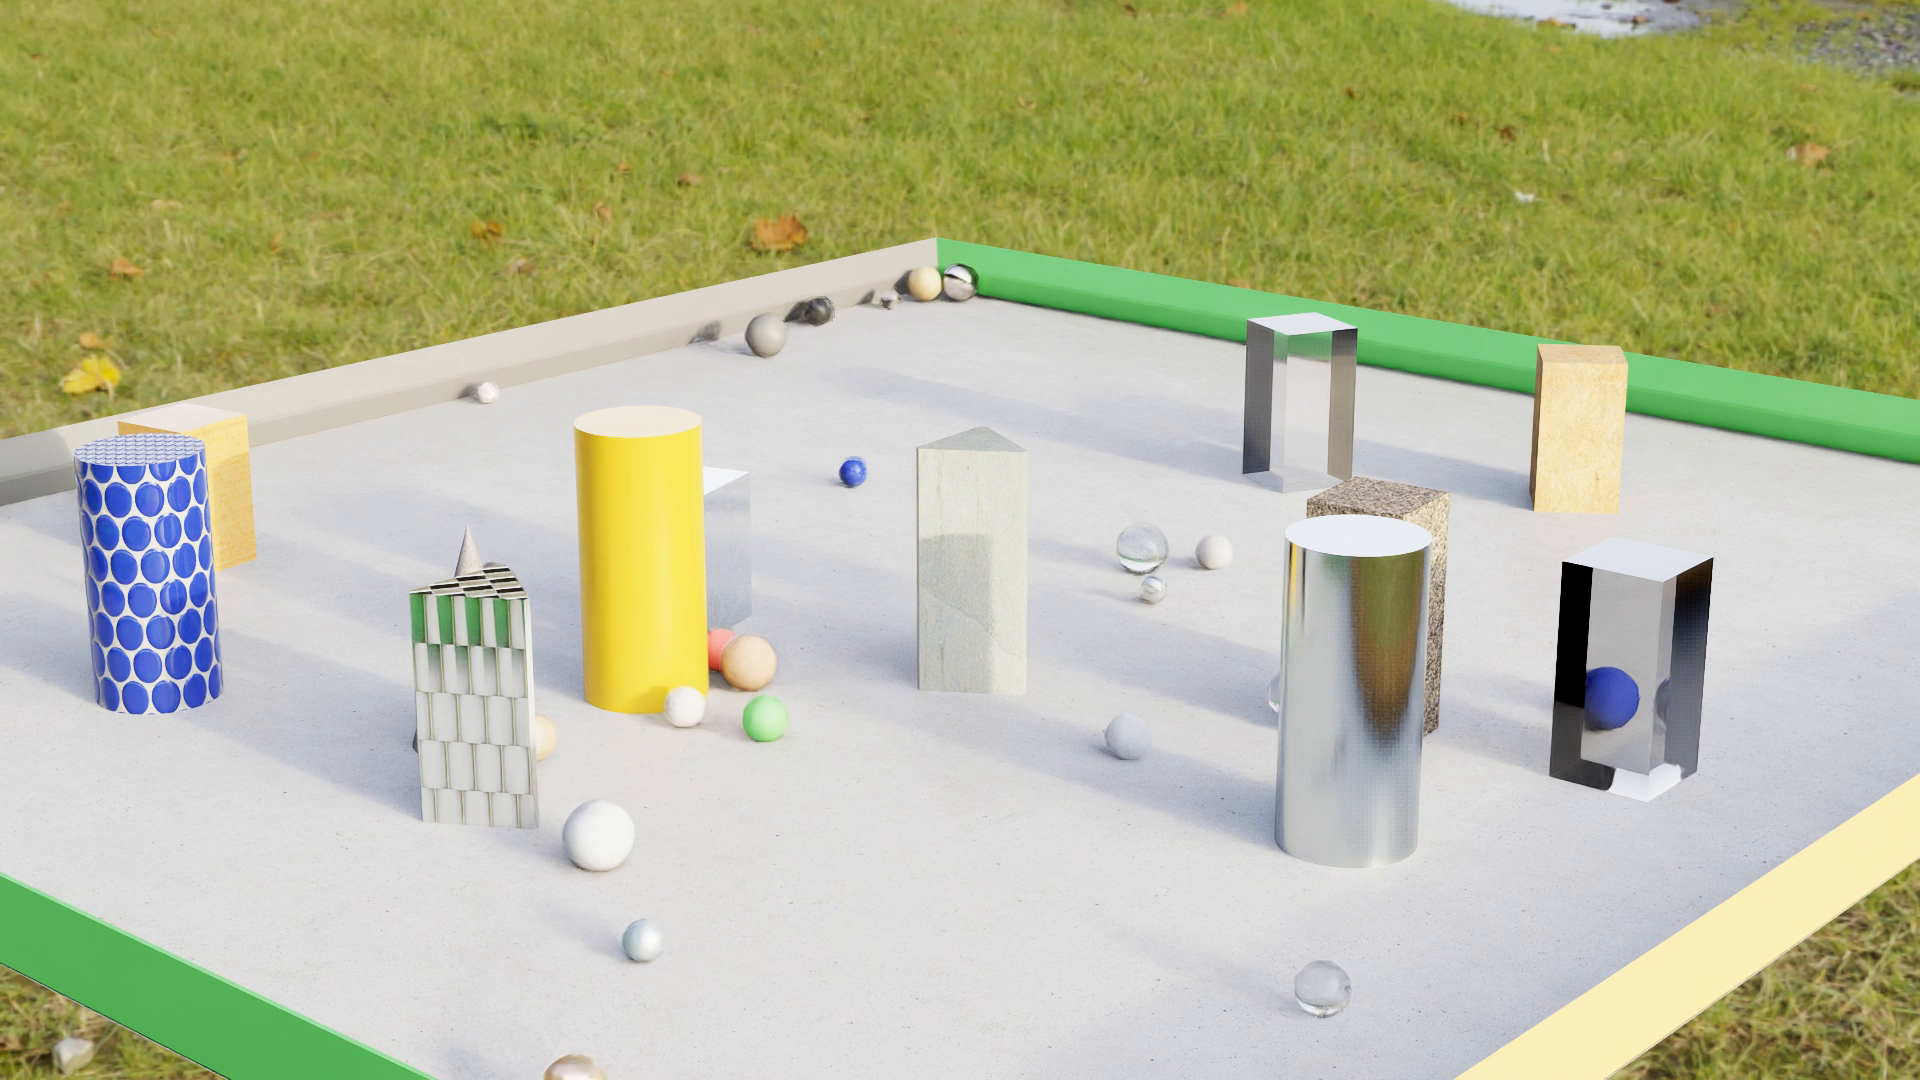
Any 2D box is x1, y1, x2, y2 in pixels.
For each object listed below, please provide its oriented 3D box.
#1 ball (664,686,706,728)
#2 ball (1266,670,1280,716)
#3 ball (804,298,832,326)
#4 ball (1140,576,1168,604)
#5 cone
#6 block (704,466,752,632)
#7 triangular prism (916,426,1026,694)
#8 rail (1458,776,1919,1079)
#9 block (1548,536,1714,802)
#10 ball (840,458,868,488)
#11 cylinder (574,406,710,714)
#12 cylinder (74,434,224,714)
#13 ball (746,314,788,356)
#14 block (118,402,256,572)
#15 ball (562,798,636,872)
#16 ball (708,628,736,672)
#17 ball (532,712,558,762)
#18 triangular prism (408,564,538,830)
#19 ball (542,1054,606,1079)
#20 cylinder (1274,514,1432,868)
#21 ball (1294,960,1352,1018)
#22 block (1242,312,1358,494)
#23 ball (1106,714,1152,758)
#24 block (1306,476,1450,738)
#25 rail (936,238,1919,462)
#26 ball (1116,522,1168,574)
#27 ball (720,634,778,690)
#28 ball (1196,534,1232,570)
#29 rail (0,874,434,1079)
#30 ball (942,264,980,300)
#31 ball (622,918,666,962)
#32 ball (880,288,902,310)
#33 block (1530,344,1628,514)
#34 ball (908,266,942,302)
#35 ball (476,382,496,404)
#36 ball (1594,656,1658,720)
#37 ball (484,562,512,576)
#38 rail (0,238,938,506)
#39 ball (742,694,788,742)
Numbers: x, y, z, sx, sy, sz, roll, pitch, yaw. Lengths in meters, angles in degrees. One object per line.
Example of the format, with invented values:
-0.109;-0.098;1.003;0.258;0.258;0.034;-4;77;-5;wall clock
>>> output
-0.422;0.256;4.494;0.063;0.063;0.063;0;17;0;ball
0.515;0.237;4.519;0.085;0.085;0.085;0;17;0;ball
-0.348;-0.558;7.184;0.070;0.070;0.070;0;17;0;ball
0.335;0.086;5.082;0.048;0.048;0.048;0;17;0;ball
-0.730;0.139;4.393;0.197;0.344;0.197;0;17;0;cone
-0.461;0.018;4.951;0.158;0.254;0.158;8;18;24;block
0.027;0.030;4.664;0.171;0.398;0.148;2;17;7;triangular prism
1.314;0.361;4.027;0.045;0.128;3.876;14;22;39;rail
0.975;0.185;4.263;0.158;0.331;0.158;13;21;38;block
-0.210;-0.132;5.793;0.057;0.057;0.057;0;17;0;ball
-0.497;0.030;4.585;0.197;0.444;0.197;0;17;0;cylinder
-1.268;0.051;4.588;0.197;0.400;0.197;0;17;0;cylinder
-0.454;-0.479;6.871;0.099;0.099;0.099;0;17;0;ball
-1.390;-0.089;5.278;0.158;0.271;0.158;10;20;31;block
-0.488;0.398;3.962;0.097;0.097;0.097;0;17;0;ball
-0.386;0.178;4.740;0.070;0.070;0.070;0;17;0;ball
-0.635;0.293;4.353;0.073;0.073;0.073;0;17;0;ball
-0.662;0.218;4.143;0.171;0.339;0.148;3;17;10;triangular prism
-0.432;0.614;3.284;0.075;0.075;0.075;0;17;0;ball
0.535;0.205;4.005;0.197;0.442;0.197;0;17;0;cylinder
0.438;0.542;3.536;0.069;0.069;0.069;0;17;0;ball
0.672;-0.273;5.807;0.158;0.318;0.158;-8;18;-24;block
0.250;0.292;4.366;0.068;0.068;0.068;0;17;0;ball
0.624;0.114;4.423;0.158;0.376;0.158;11;20;33;block
1.255;-0.385;6.504;3.529;0.128;0.045;14;22;39;rail
0.325;0.015;5.238;0.094;0.094;0.094;0;17;0;ball
-0.335;0.194;4.652;0.089;0.089;0.089;0;17;0;ball
0.455;0.021;5.269;0.065;0.065;0.065;0;17;0;ball
-1.255;0.449;3.736;3.529;0.128;0.045;14;22;39;rail
0.001;-0.656;7.465;0.096;0.096;0.096;0;17;0;ball
-0.398;0.503;3.690;0.053;0.053;0.053;0;17;0;ball
-0.173;-0.606;7.373;0.052;0.052;0.052;0;17;0;ball
1.191;-0.215;5.656;0.158;0.294;0.158;2;17;7;block
-0.090;-0.651;7.460;0.089;0.089;0.089;0;17;0;ball
-1.042;-0.323;6.446;0.046;0.046;0.046;0;17;0;ball
1.029;0.228;4.527;0.097;0.097;0.097;0;17;0;ball
-0.811;0.072;5.099;0.067;0.067;0.067;0;17;0;ball
-1.314;-0.297;6.213;0.045;0.128;3.876;14;22;39;rail
-0.295;0.269;4.436;0.070;0.070;0.070;0;17;0;ball
